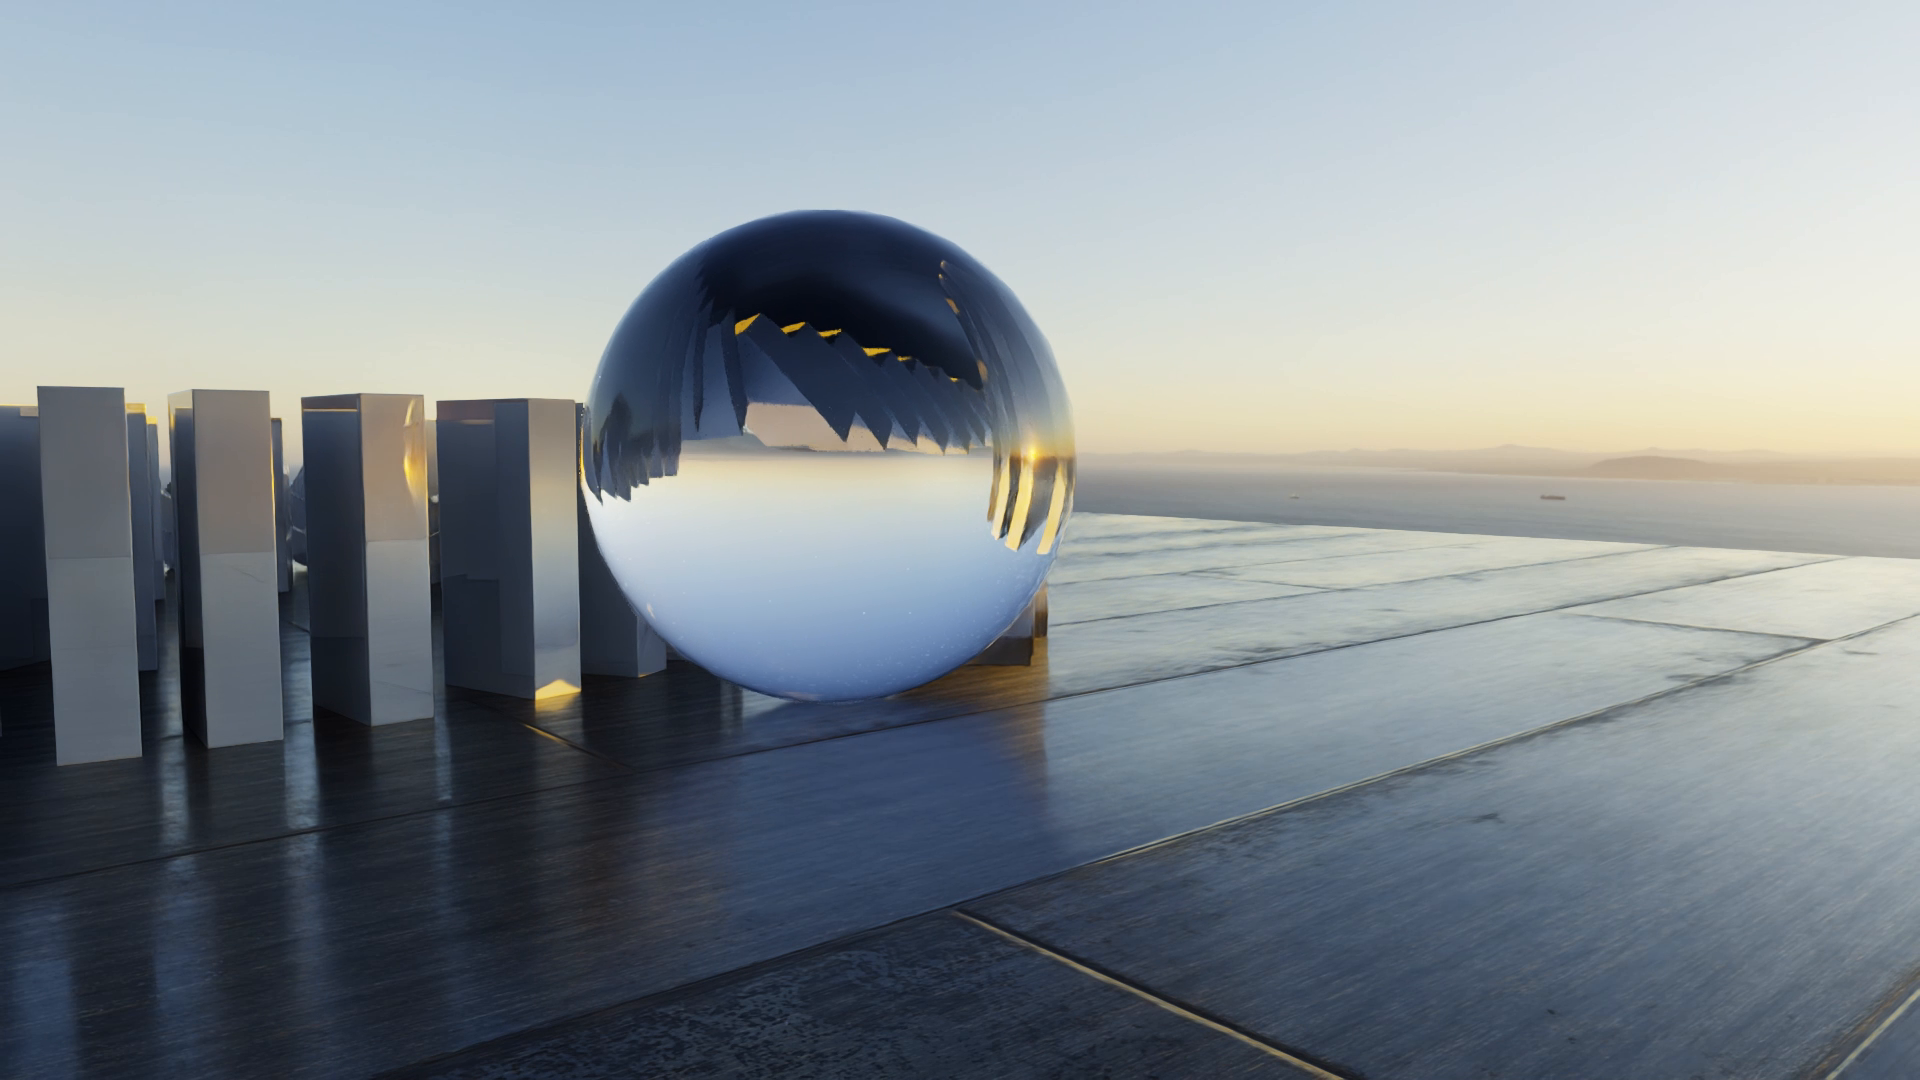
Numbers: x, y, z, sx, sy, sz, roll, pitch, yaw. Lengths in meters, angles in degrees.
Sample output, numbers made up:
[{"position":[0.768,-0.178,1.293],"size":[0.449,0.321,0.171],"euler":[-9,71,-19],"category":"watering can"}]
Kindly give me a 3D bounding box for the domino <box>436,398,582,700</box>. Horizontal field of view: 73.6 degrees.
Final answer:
[{"position":[-0.078,0.001,0.222],"size":[0.025,0.050,0.009],"euler":[3,5,34],"category":"domino"}]

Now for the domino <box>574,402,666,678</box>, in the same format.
[{"position":[-0.069,0.000,0.241],"size":[0.025,0.050,0.009],"euler":[2,5,19],"category":"domino"}]

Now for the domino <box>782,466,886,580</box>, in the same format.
[{"position":[-0.034,-0.006,0.411],"size":[0.025,0.010,0.050],"euler":[-2,36,-41],"category":"domino"}]

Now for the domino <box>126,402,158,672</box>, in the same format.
[{"position":[-0.162,-0.001,0.247],"size":[0.009,0.050,0.025],"euler":[-3,5,-37],"category":"domino"}]

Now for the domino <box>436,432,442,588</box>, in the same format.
[{"position":[-0.146,-0.011,0.386],"size":[0.010,0.050,0.025],"euler":[1,4,9],"category":"domino"}]

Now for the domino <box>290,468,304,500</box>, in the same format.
[{"position":[-0.210,-0.009,0.459],"size":[0.050,0.009,0.025],"euler":[31,-2,-11],"category":"domino"}]

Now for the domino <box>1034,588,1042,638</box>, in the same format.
[{"position":[0.005,-0.001,0.286],"size":[0.025,0.050,0.010],"euler":[0,-39,3],"category":"domino"}]

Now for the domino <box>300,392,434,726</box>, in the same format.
[{"position":[-0.094,0.002,0.203],"size":[0.025,0.050,0.010],"euler":[4,6,45],"category":"domino"}]

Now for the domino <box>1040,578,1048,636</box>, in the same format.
[{"position":[0.008,-0.001,0.298],"size":[0.025,0.050,0.009],"euler":[0,-39,3],"category":"domino"}]

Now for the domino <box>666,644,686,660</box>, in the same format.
[{"position":[-0.065,-0.002,0.257],"size":[0.025,0.050,0.010],"euler":[1,4,10],"category":"domino"}]

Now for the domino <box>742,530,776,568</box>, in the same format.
[{"position":[-0.080,-0.009,0.446],"size":[0.050,0.009,0.025],"euler":[39,23,28],"category":"domino"}]

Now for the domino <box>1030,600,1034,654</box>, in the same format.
[{"position":[0.003,0.001,0.272],"size":[0.025,0.050,0.009],"euler":[0,-39,3],"category":"domino"}]

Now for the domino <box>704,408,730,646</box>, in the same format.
[{"position":[-0.063,-0.003,0.274],"size":[0.025,0.050,0.009],"euler":[0,4,2],"category":"domino"}]

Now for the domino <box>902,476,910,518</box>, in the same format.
[{"position":[-0.002,-0.002,0.378],"size":[0.025,0.010,0.050],"euler":[-1,33,-10],"category":"domino"}]

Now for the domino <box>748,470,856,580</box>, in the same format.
[{"position":[-0.046,-0.006,0.423],"size":[0.025,0.009,0.050],"euler":[-4,37,-43],"category":"domino"}]

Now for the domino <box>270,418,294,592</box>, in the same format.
[{"position":[-0.203,-0.011,0.377],"size":[0.010,0.050,0.025],"euler":[-2,5,-24],"category":"domino"}]

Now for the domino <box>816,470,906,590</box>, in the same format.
[{"position":[-0.021,-0.004,0.396],"size":[0.025,0.010,0.050],"euler":[-3,37,-39],"category":"domino"}]

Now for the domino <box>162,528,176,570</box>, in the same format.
[{"position":[-0.279,-0.008,0.423],"size":[0.050,0.010,0.025],"euler":[39,-18,-30],"category":"domino"}]

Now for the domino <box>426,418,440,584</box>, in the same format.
[{"position":[-0.165,-0.011,0.387],"size":[0.010,0.050,0.025],"euler":[0,4,-5],"category":"domino"}]

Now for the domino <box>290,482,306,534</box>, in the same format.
[{"position":[-0.228,-0.009,0.453],"size":[0.050,0.010,0.025],"euler":[31,-4,-14],"category":"domino"}]

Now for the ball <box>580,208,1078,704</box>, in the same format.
[{"position":[-0.021,-0.013,0.211],"size":[0.080,0.080,0.080],"euler":[0,4,0],"category":"ball"}]

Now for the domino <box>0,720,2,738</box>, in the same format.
[{"position":[-0.139,0.005,0.172],"size":[0.009,0.050,0.025],"euler":[-2,5,-24],"category":"domino"}]

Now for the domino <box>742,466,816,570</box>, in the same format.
[{"position":[-0.064,-0.008,0.437],"size":[0.025,0.010,0.050],"euler":[3,31,-48],"category":"domino"}]

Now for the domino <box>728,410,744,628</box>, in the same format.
[{"position":[-0.064,-0.005,0.298],"size":[0.025,0.050,0.010],"euler":[0,4,-6],"category":"domino"}]

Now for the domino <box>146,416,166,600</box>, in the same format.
[{"position":[-0.231,-0.009,0.354],"size":[0.025,0.050,0.010],"euler":[3,5,34],"category":"domino"}]

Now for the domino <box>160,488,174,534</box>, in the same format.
[{"position":[-0.266,-0.009,0.433],"size":[0.050,0.010,0.025],"euler":[37,-14,-24],"category":"domino"}]

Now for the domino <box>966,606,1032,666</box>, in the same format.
[{"position":[0.002,0.002,0.259],"size":[0.025,0.050,0.010],"euler":[0,-39,3],"category":"domino"}]

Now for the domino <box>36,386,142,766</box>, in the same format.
[{"position":[-0.122,0.004,0.181],"size":[0.010,0.050,0.025],"euler":[-3,5,-32],"category":"domino"}]

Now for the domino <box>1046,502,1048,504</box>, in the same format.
[{"position":[0.009,-0.002,0.311],"size":[0.025,0.050,0.010],"euler":[0,-39,3],"category":"domino"}]

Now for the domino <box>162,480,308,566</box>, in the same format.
[{"position":[-0.246,-0.008,0.445],"size":[0.050,0.010,0.025],"euler":[32,-7,-19],"category":"domino"}]

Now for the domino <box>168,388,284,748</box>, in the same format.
[{"position":[-0.109,0.003,0.190],"size":[0.009,0.050,0.025],"euler":[-3,5,-38],"category":"domino"}]

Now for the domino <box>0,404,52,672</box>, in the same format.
[{"position":[-0.184,-0.001,0.241],"size":[0.009,0.050,0.025],"euler":[0,4,0],"category":"domino"}]
